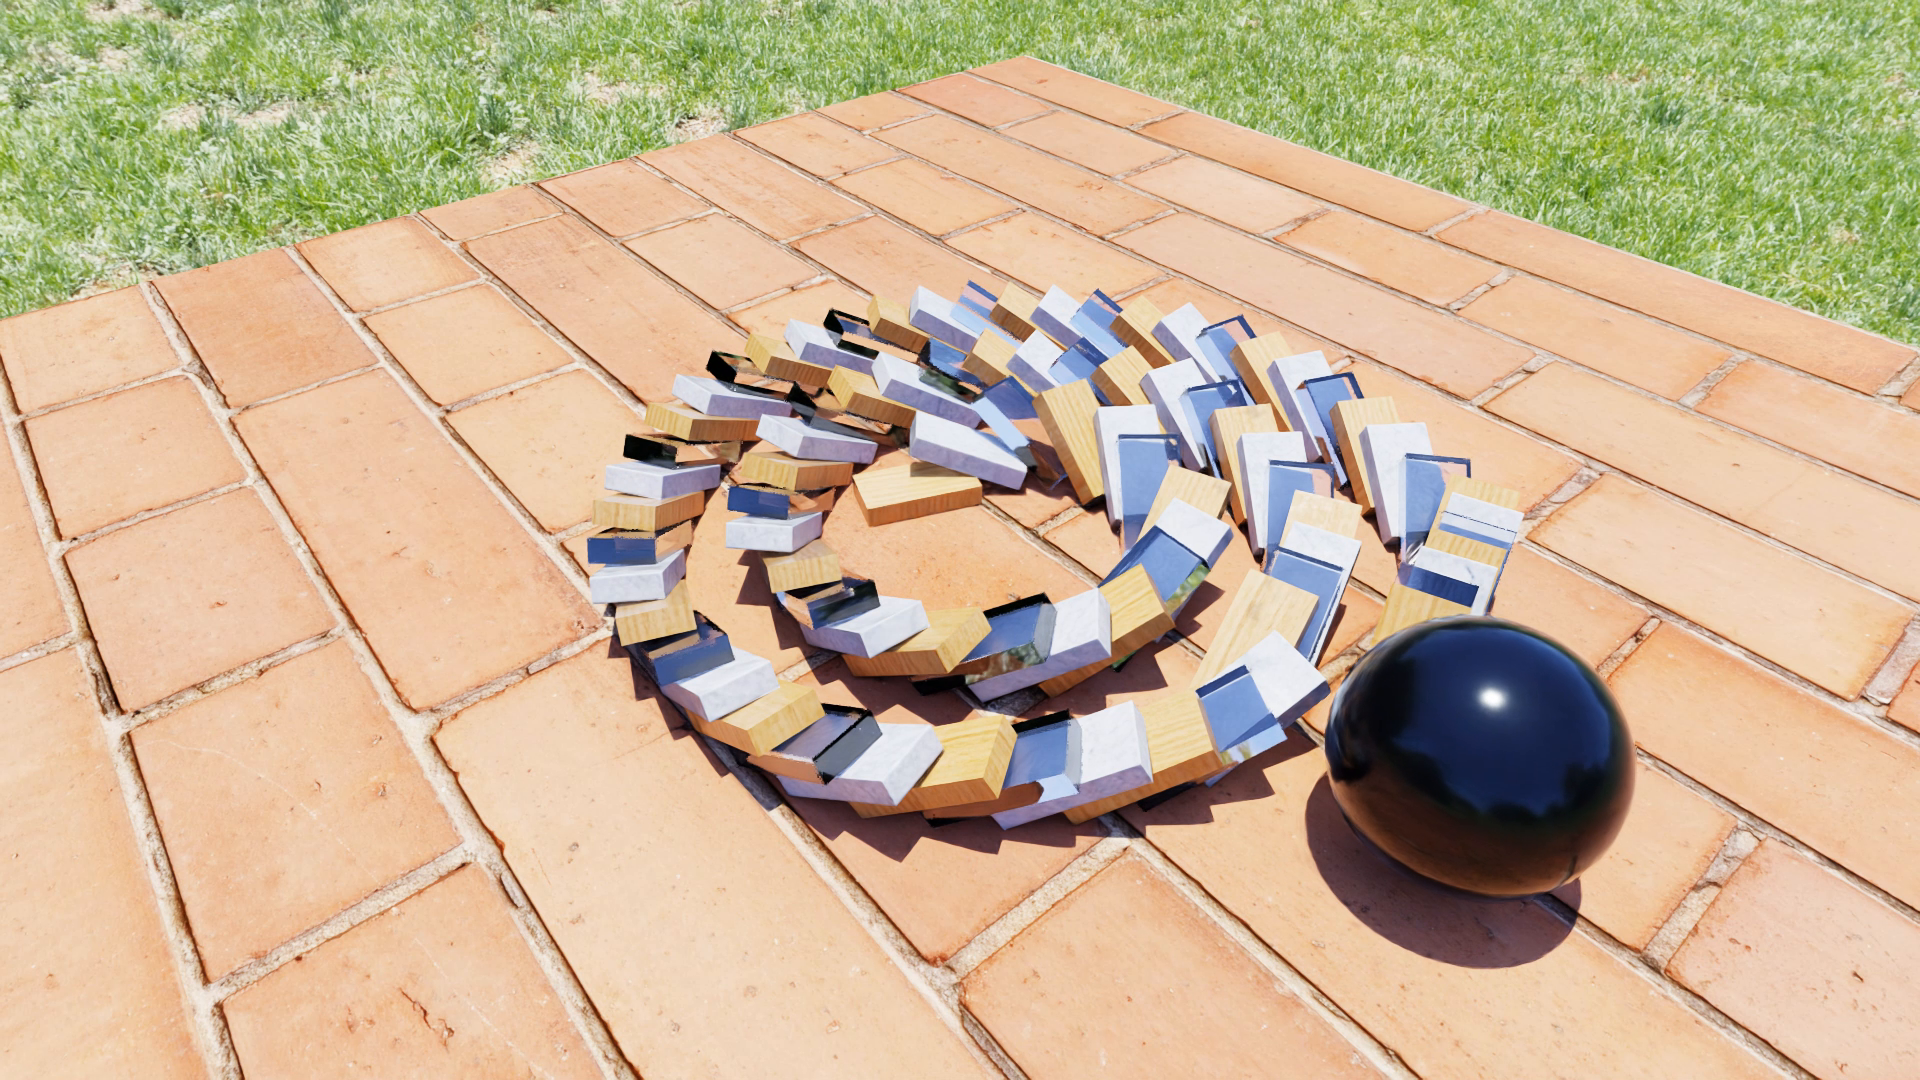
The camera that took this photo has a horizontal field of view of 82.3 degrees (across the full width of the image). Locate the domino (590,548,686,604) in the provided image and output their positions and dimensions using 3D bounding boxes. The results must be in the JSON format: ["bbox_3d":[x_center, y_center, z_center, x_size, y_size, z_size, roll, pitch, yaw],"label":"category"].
[{"bbox_3d":[-0.119,0.013,0.409,0.025,0.010,0.050,-4,9,-5],"label":"domino"}]

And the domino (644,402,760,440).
[{"bbox_3d":[-0.113,-0.052,0.488,0.025,0.010,0.050,21,13,23],"label":"domino"}]

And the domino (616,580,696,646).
[{"bbox_3d":[-0.109,0.025,0.394,0.025,0.010,0.050,-12,10,-15],"label":"domino"}]

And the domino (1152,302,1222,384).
[{"bbox_3d":[0.119,-0.090,0.535,0.025,0.009,0.050,-34,80,-34],"label":"domino"}]

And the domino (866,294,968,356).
[{"bbox_3d":[-0.021,-0.104,0.552,0.050,0.009,0.025,19,32,-26],"label":"domino"}]

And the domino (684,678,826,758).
[{"bbox_3d":[-0.068,0.055,0.357,0.025,0.009,0.050,-30,18,-31],"label":"domino"}]

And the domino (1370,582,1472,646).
[{"bbox_3d":[0.148,0.042,0.364,0.025,0.050,0.009,20,5,23],"label":"domino"}]

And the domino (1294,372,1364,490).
[{"bbox_3d":[0.170,-0.049,0.485,0.025,0.010,0.050,-12,70,-14],"label":"domino"}]

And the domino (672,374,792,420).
[{"bbox_3d":[-0.104,-0.065,0.503,0.025,0.009,0.050,30,18,32],"label":"domino"}]

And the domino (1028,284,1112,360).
[{"bbox_3d":[0.061,-0.105,0.554,0.050,0.010,0.025,36,44,-4],"label":"domino"}]

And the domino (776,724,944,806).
[{"bbox_3d":[-0.032,0.069,0.341,0.050,0.010,0.025,-7,28,43],"label":"domino"}]

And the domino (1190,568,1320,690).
[{"bbox_3d":[0.101,0.037,0.378,0.025,0.009,0.050,24,77,26],"label":"domino"}]

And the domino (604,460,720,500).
[{"bbox_3d":[-0.123,-0.026,0.457,0.025,0.010,0.050,11,11,13],"label":"domino"}]

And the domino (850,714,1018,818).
[{"bbox_3d":[-0.009,0.070,0.339,0.050,0.009,0.025,-16,31,30],"label":"domino"}]

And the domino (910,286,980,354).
[{"bbox_3d":[-0.001,-0.108,0.556,0.050,0.009,0.025,24,35,-19],"label":"domino"}]

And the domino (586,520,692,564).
[{"bbox_3d":[-0.123,0.000,0.425,0.025,0.010,0.050,1,9,1],"label":"domino"}]

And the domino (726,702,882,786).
[{"bbox_3d":[-0.050,0.063,0.348,0.050,0.009,0.025,-3,27,48],"label":"domino"}]

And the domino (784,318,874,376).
[{"bbox_3d":[-0.059,-0.092,0.537,0.050,0.010,0.025,11,29,-36],"label":"domino"}]

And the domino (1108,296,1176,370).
[{"bbox_3d":[0.100,-0.096,0.543,0.050,0.009,0.025,43,50,3],"label":"domino"}]

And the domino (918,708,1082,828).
[{"bbox_3d":[0.012,0.071,0.339,0.050,0.010,0.025,-20,33,23],"label":"domino"}]

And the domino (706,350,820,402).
[{"bbox_3d":[-0.091,-0.076,0.517,0.050,0.010,0.025,5,27,-45],"label":"domino"}]

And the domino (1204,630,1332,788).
[{"bbox_3d":[0.092,0.055,0.359,0.050,0.010,0.025,-38,46,0],"label":"domino"}]

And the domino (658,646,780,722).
[{"bbox_3d":[-0.082,0.046,0.368,0.025,0.010,0.050,-26,16,-28],"label":"domino"}]

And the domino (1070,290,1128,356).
[{"bbox_3d":[0.081,-0.101,0.549,0.050,0.010,0.025,39,47,0],"label":"domino"}]

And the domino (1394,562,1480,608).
[{"bbox_3d":[0.154,0.035,0.372,0.025,0.050,0.009,20,5,23],"label":"domino"}]

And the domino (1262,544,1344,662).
[{"bbox_3d":[0.114,0.029,0.388,0.025,0.010,0.050,21,76,23],"label":"domino"}]

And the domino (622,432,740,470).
[{"bbox_3d":[-0.119,-0.039,0.473,0.025,0.010,0.050,14,12,17],"label":"domino"}]

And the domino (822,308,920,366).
[{"bbox_3d":[-0.041,-0.098,0.545,0.050,0.010,0.025,13,30,-33],"label":"domino"}]

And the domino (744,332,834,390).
[{"bbox_3d":[-0.076,-0.084,0.528,0.050,0.009,0.025,8,28,-41],"label":"domino"}]

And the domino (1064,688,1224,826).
[{"bbox_3d":[0.054,0.067,0.343,0.050,0.010,0.025,-26,38,15],"label":"domino"}]

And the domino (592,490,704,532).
[{"bbox_3d":[-0.124,-0.013,0.441,0.025,0.009,0.050,6,10,7],"label":"domino"}]

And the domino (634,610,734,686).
[{"bbox_3d":[-0.097,0.036,0.380,0.025,0.010,0.050,-19,13,-22],"label":"domino"}]

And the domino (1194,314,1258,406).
[{"bbox_3d":[0.137,-0.082,0.525,0.025,0.010,0.050,-23,74,-25],"label":"domino"}]

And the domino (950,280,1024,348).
[{"bbox_3d":[0.021,-0.110,0.559,0.050,0.009,0.025,31,40,-9],"label":"domino"}]

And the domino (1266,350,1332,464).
[{"bbox_3d":[0.161,-0.060,0.499,0.025,0.010,0.050,-13,70,-16],"label":"domino"}]

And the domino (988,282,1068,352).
[{"bbox_3d":[0.041,-0.108,0.557,0.050,0.009,0.025,32,41,-7],"label":"domino"}]

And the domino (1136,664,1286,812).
[{"bbox_3d":[0.074,0.063,0.348,0.050,0.009,0.025,-30,41,10],"label":"domino"}]

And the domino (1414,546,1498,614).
[{"bbox_3d":[0.164,0.030,0.379,0.025,0.050,0.009,19,5,23],"label":"domino"}]

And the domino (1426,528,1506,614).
[{"bbox_3d":[0.170,0.023,0.387,0.025,0.050,0.009,20,5,23],"label":"domino"}]

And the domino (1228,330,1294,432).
[{"bbox_3d":[0.149,-0.072,0.512,0.025,0.010,0.050,-19,72,-22],"label":"domino"}]

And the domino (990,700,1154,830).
[{"bbox_3d":[0.033,0.070,0.340,0.050,0.010,0.025,-23,35,19],"label":"domino"}]
